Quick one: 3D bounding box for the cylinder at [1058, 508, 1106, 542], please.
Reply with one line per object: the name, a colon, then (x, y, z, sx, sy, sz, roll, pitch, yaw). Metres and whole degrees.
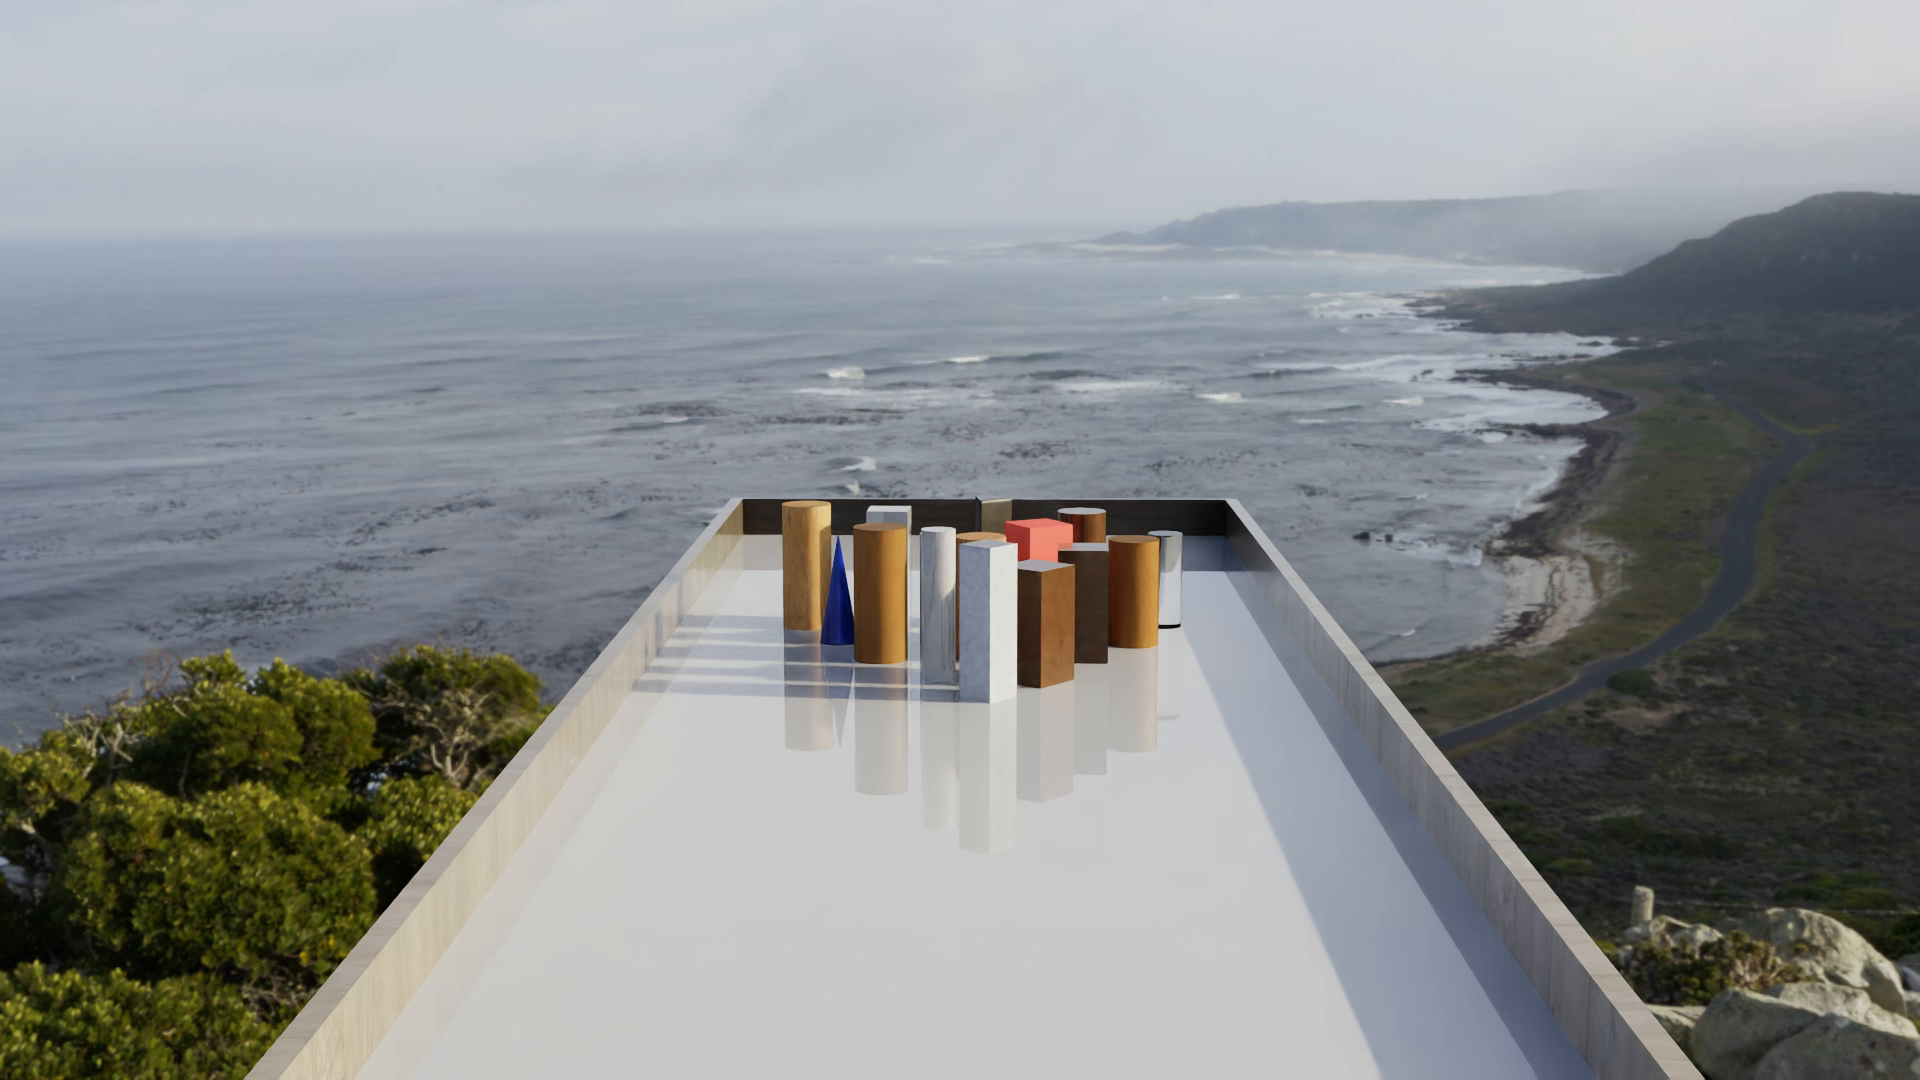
cylinder: (0.396, 0.096, 7.175, 0.157, 0.385, 0.157, 0, 9, 0)

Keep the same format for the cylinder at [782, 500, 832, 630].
cylinder: (-0.501, 0.082, 7.200, 0.159, 0.404, 0.159, 0, 9, 0)

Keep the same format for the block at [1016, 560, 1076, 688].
block: (0.222, 0.241, 6.398, 0.159, 0.340, 0.159, 7, 12, 39)

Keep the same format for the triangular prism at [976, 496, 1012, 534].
triangular prism: (0.086, 0.070, 7.211, 0.127, 0.425, 0.110, -6, 11, -35)

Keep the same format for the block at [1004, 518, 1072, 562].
block: (0.246, 0.137, 6.911, 0.155, 0.385, 0.155, -5, 10, -29)

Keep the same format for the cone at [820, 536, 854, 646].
cone: (-0.383, 0.149, 6.945, 0.122, 0.352, 0.122, 0, 9, 0)

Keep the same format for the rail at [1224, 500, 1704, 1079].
rail: (1.046, 0.843, 3.208, 0.050, 0.150, 12.000, 0, 9, 1)

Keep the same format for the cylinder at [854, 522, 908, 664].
cylinder: (-0.242, 0.161, 6.689, 0.163, 0.408, 0.163, 0, 9, 0)

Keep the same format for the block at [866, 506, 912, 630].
block: (-0.231, 0.092, 7.175, 0.133, 0.392, 0.133, 1, 9, 4)

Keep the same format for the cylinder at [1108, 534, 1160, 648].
cylinder: (0.545, 0.162, 6.921, 0.160, 0.334, 0.160, 0, 9, 0)

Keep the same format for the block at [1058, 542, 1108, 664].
block: (0.373, 0.191, 6.700, 0.153, 0.345, 0.153, 0, 9, 2)

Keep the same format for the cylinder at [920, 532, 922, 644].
cylinder: (-0.072, 0.152, 6.928, 0.110, 0.352, 0.110, 0, 9, 0)

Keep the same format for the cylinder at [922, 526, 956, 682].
cylinder: (-0.062, 0.187, 6.413, 0.100, 0.443, 0.100, 0, 9, 0)

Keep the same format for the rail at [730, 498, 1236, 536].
rail: (0.099, -0.098, 9.147, 2.100, 0.150, 0.050, 0, 9, 1)

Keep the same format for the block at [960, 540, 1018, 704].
block: (0.079, 0.227, 6.177, 0.115, 0.438, 0.115, 8, 12, 42)

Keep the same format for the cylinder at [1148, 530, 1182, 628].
cylinder: (0.671, 0.130, 7.208, 0.113, 0.308, 0.113, 0, 9, 0)

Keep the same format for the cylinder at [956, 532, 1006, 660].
cylinder: (0.062, 0.174, 6.705, 0.157, 0.377, 0.157, 0, 9, 0)

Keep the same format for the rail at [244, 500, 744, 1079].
rail: (-1.004, 0.839, 3.234, 0.050, 0.150, 12.000, 0, 9, 1)
